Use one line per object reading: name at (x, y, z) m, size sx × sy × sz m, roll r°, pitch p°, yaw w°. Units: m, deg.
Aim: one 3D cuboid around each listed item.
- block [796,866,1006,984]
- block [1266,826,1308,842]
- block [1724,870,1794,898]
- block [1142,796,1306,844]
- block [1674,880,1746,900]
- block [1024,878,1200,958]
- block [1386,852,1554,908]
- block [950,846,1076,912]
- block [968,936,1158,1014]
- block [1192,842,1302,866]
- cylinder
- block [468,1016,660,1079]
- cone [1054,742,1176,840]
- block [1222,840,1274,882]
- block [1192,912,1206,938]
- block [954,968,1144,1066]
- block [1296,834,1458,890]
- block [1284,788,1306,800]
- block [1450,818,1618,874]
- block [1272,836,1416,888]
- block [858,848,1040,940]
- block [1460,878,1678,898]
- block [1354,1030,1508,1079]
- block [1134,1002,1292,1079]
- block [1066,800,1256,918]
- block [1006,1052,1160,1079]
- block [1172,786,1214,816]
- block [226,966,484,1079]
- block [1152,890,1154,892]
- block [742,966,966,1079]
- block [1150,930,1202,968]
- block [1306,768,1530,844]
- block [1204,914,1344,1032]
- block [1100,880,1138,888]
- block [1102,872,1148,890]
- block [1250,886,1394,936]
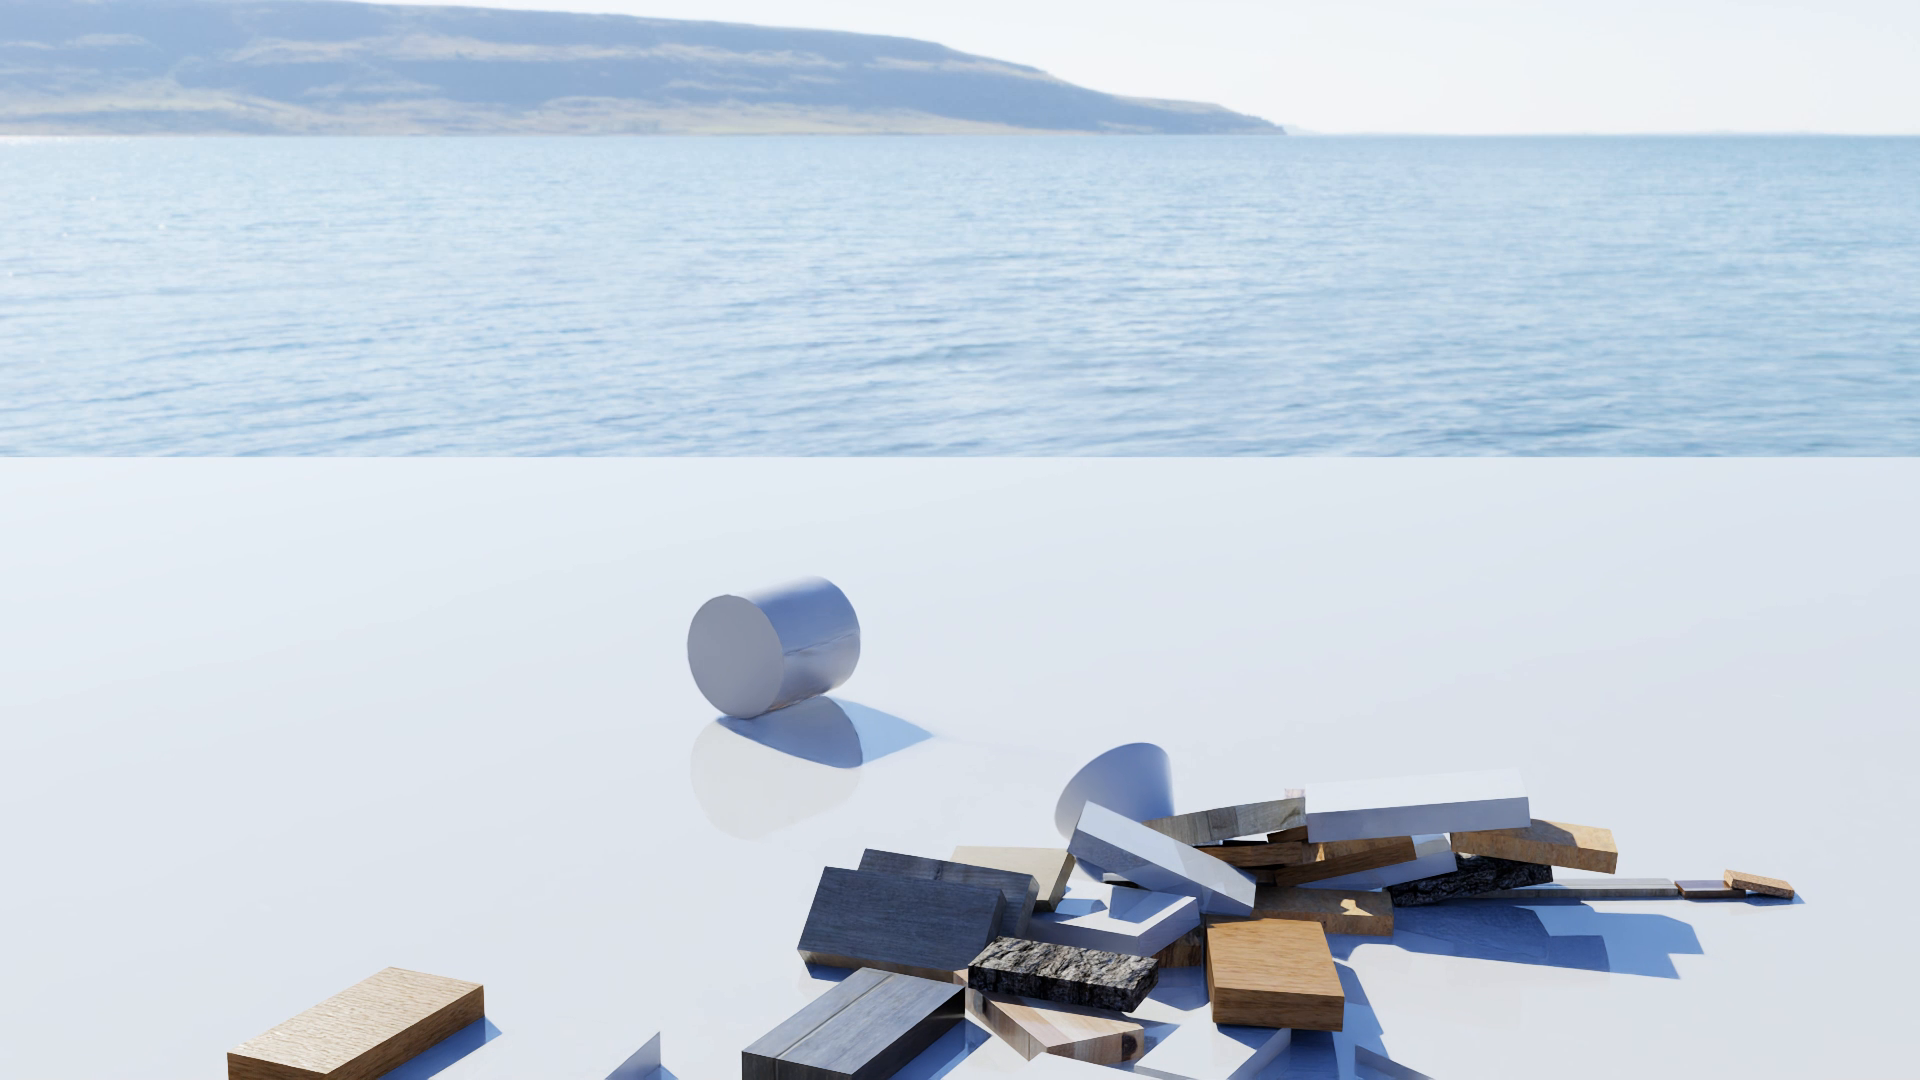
block at (-0.088, 0.586, 3.341) m, size 0.291 × 0.041 × 0.145 m, roll 4°, pitch 53°, yaw 20°
block at (0.580, 0.516, 3.781) m, size 0.078 × 0.022 × 0.157 m, roll -15°, pitch -17°, yaw 14°
block at (1.332, 0.574, 3.667) m, size 0.103 × 0.015 × 0.051 m, roll 11°, pitch 10°, yaw 3°
block at (0.478, 0.482, 3.761) m, size 0.177 × 0.050 × 0.355 m, roll -15°, pitch -11°, yaw 33°
block at (1.251, 0.583, 3.668) m, size 0.103 × 0.015 × 0.051 m, roll 0°, pitch 11°, yaw -2°
block at (0.208, 0.587, 3.422) m, size 0.299 × 0.042 × 0.149 m, roll 1°, pitch 16°, yaw 43°
block at (0.840, 0.550, 3.654) m, size 0.259 × 0.037 × 0.130 m, roll -10°, pitch 10°, yaw 4°
block at (0.071, 0.537, 3.492) m, size 0.209 × 0.030 × 0.104 m, roll -3°, pitch 40°, yaw 31°
block at (0.149, 0.623, 3.161) m, size 0.247 × 0.035 × 0.123 m, roll 4°, pitch 11°, yaw 22°
block at (0.447, 0.522, 3.644) m, size 0.112 × 0.032 × 0.225 m, roll 1°, pitch -8°, yaw -36°
cylinder at (-0.409, 0.231, 4.853) m, size 0.272 × 0.272 × 0.272 m, roll 7°, pitch 13°, yaw 34°
block at (-0.540, 0.715, 2.865) m, size 0.167 × 0.047 × 0.335 m, roll 3°, pitch 11°, yaw 18°
cone at (0.322, 0.515, 3.787) m, size 0.235 × 0.235 × 0.235 m, roll -6°, pitch 39°, yaw -29°
block at (0.496, 0.554, 3.801) m, size 0.078 × 0.022 × 0.157 m, roll 1°, pitch 11°, yaw 4°
block at (0.379, 0.609, 3.524) m, size 0.054 × 0.015 × 0.107 m, roll -2°, pitch 11°, yaw -13°
block at (0.121, 0.671, 3.118) m, size 0.149 × 0.042 × 0.299 m, roll -5°, pitch 12°, yaw -25°
block at (0.685, 0.541, 3.663) m, size 0.259 × 0.037 × 0.130 m, roll -13°, pitch 10°, yaw 4°
block at (0.656, 0.506, 4.035) m, size 0.112 × 0.032 × 0.225 m, roll 1°, pitch 11°, yaw 6°
block at (0.940, 0.493, 3.615) m, size 0.259 × 0.037 × 0.130 m, roll 7°, pitch 11°, yaw 10°
block at (0.633, 0.520, 3.650) m, size 0.230 × 0.033 × 0.115 m, roll -13°, pitch 10°, yaw 6°
block at (-0.035, 0.571, 3.403) m, size 0.291 × 0.145 × 0.041 m, roll 5°, pitch -32°, yaw 26°
block at (0.993, 0.582, 3.675) m, size 0.399 × 0.015 × 0.051 m, roll 0°, pitch 11°, yaw -1°
block at (0.643, 0.714, 2.942) m, size 0.078 × 0.022 × 0.235 m, roll -8°, pitch 13°, yaw -36°
block at (0.346, 0.698, 2.991) m, size 0.123 × 0.035 × 0.247 m, roll 6°, pitch 12°, yaw 30°
block at (0.322, 0.515, 3.492) m, size 0.299 × 0.042 × 0.149 m, roll 24°, pitch 13°, yaw 5°
block at (0.187, 0.726, 2.844) m, size 0.247 × 0.035 × 0.123 m, roll 6°, pitch 12°, yaw 29°
block at (0.410, 0.503, 4.052) m, size 0.112 × 0.032 × 0.225 m, roll 0°, pitch 11°, yaw 1°
block at (-0.829, 0.682, 3.043) m, size 0.167 × 0.047 × 0.335 m, roll 5°, pitch 12°, yaw 24°
block at (0.322, 0.582, 3.493) m, size 0.054 × 0.015 × 0.107 m, roll -3°, pitch 11°, yaw -16°
block at (-0.142, 0.683, 3.041) m, size 0.167 × 0.047 × 0.335 m, roll 5°, pitch 12°, yaw 26°
block at (0.296, 0.613, 3.454) m, size 0.115 × 0.033 × 0.230 m, roll -1°, pitch 11°, yaw -7°
block at (0.755, 0.439, 3.649) m, size 0.355 × 0.050 × 0.177 m, roll -6°, pitch 8°, yaw 10°
block at (0.452, 0.627, 3.212) m, size 0.177 × 0.050 × 0.387 m, roll 3°, pitch 5°, yaw 4°
block at (0.231, 0.570, 3.562) m, size 0.061 × 0.017 × 0.122 m, roll 6°, pitch -19°, yaw -27°
block at (0.353, 0.563, 3.633) m, size 0.209 × 0.030 × 0.104 m, roll 0°, pitch -3°, yaw -26°
block at (0.578, 0.597, 3.543) m, size 0.230 × 0.033 × 0.115 m, roll 1°, pitch 11°, yaw 8°
